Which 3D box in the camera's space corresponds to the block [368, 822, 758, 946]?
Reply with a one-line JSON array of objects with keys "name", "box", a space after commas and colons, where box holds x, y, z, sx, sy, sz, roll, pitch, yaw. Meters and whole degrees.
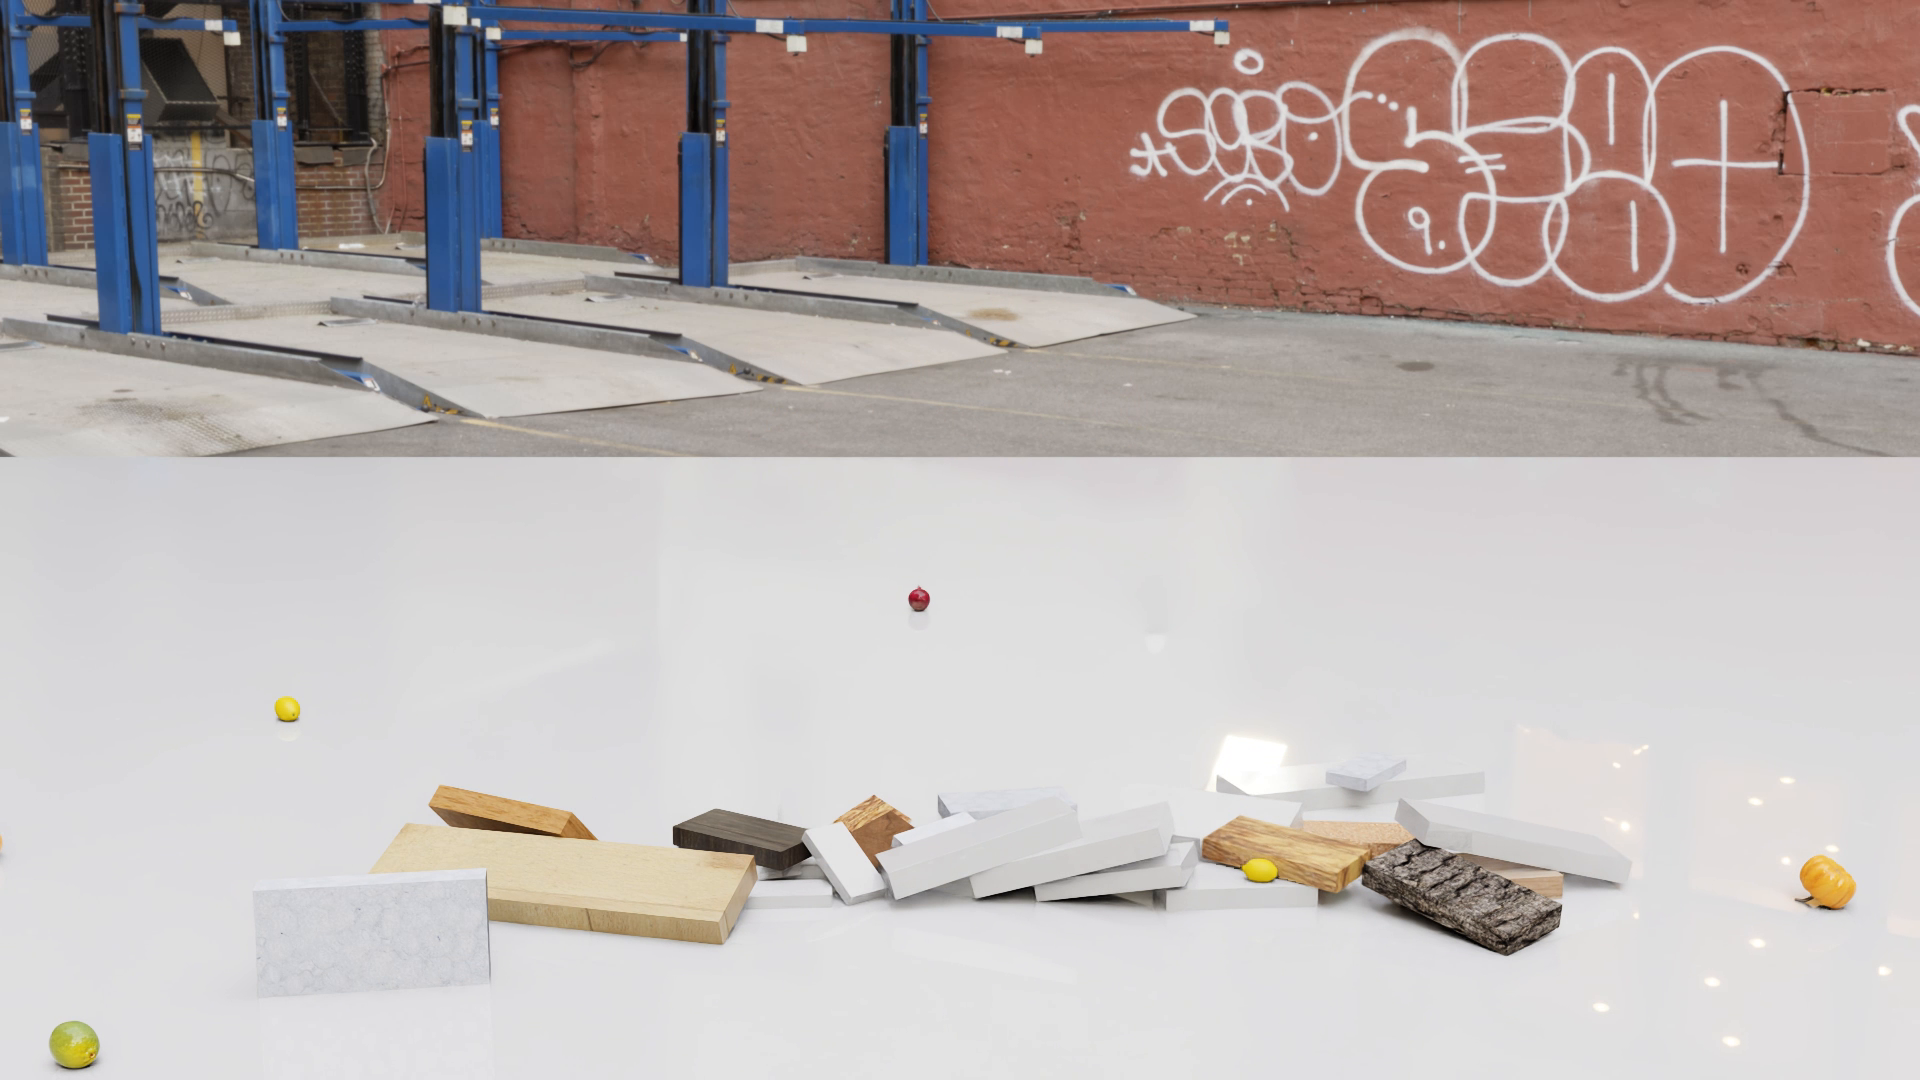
[{"name": "block", "box": [-0.653, 0.556, 3.577, 0.627, 0.047, 0.166, 3, 31, 16]}]

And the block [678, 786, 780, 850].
[{"name": "block", "box": [-0.411, 0.514, 3.950, 0.166, 0.047, 0.331, -1, 11, -3]}]

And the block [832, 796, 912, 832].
[{"name": "block", "box": [-0.159, 0.510, 3.932, 0.085, 0.024, 0.170, 31, 19, 15]}]

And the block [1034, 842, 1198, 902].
[{"name": "block", "box": [0.259, 0.550, 3.649, 0.251, 0.036, 0.126, -9, 7, 18]}]

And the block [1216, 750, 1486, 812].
[{"name": "block", "box": [0.749, 0.466, 4.218, 0.496, 0.043, 0.151, -3, 11, -18]}]

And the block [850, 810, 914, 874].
[{"name": "block", "box": [-0.147, 0.533, 3.814, 0.085, 0.024, 0.227, 33, 23, 19]}]

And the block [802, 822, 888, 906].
[{"name": "block", "box": [-0.193, 0.539, 3.669, 0.076, 0.022, 0.153, -8, 45, -38]}]

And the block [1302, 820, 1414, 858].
[{"name": "block", "box": [0.721, 0.532, 3.888, 0.234, 0.033, 0.117, 1, 11, 6]}]

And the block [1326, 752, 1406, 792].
[{"name": "block", "box": [0.773, 0.439, 4.180, 0.085, 0.024, 0.170, 8, 13, 36]}]

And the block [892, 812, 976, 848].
[{"name": "block", "box": [-0.028, 0.528, 3.839, 0.169, 0.024, 0.085, -13, 38, -41]}]

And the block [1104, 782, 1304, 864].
[{"name": "block", "box": [0.427, 0.506, 3.900, 0.326, 0.046, 0.163, 5, 24, 24]}]

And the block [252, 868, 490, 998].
[{"name": "block", "box": [-0.868, 0.582, 3.260, 0.331, 0.166, 0.047, -2, 11, -9]}]

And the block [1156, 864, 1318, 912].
[{"name": "block", "box": [0.456, 0.574, 3.655, 0.251, 0.036, 0.126, -1, 11, -5]}]

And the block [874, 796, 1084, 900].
[{"name": "block", "box": [0.029, 0.512, 3.676, 0.326, 0.046, 0.163, -17, 5, -8]}]

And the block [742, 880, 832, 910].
[{"name": "block", "box": [-0.288, 0.585, 3.634, 0.153, 0.022, 0.076, -1, 11, -4]}]

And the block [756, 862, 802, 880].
[{"name": "block", "box": [-0.361, 0.557, 3.704, 0.169, 0.024, 0.085, -2, 0, -40]}]

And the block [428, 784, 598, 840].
[{"name": "block", "box": [-0.753, 0.500, 3.774, 0.301, 0.151, 0.043, 6, 56, 31]}]

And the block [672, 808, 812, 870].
[{"name": "block", "box": [-0.363, 0.510, 3.755, 0.234, 0.033, 0.117, 8, 14, 32]}]

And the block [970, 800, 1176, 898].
[{"name": "block", "box": [0.188, 0.515, 3.663, 0.326, 0.046, 0.163, -15, 5, 13]}]

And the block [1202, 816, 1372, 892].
[{"name": "block", "box": [0.548, 0.525, 3.688, 0.251, 0.036, 0.126, 10, 18, 35]}]

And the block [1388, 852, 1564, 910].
[{"name": "block", "box": [0.846, 0.567, 3.683, 0.284, 0.040, 0.142, -2, 11, -10]}]

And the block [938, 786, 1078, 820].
[{"name": "block", "box": [0.085, 0.487, 4.001, 0.234, 0.033, 0.117, -2, 11, -12]}]

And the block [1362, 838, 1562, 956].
[{"name": "block", "box": [0.802, 0.568, 3.526, 0.142, 0.040, 0.284, -16, 27, -39]}]

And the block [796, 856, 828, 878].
[{"name": "block", "box": [-0.239, 0.551, 3.822, 0.077, 0.022, 0.153, 1, 11, 5]}]

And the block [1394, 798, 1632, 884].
[{"name": "block", "box": [0.934, 0.507, 3.718, 0.369, 0.040, 0.142, 12, 8, -11]}]
